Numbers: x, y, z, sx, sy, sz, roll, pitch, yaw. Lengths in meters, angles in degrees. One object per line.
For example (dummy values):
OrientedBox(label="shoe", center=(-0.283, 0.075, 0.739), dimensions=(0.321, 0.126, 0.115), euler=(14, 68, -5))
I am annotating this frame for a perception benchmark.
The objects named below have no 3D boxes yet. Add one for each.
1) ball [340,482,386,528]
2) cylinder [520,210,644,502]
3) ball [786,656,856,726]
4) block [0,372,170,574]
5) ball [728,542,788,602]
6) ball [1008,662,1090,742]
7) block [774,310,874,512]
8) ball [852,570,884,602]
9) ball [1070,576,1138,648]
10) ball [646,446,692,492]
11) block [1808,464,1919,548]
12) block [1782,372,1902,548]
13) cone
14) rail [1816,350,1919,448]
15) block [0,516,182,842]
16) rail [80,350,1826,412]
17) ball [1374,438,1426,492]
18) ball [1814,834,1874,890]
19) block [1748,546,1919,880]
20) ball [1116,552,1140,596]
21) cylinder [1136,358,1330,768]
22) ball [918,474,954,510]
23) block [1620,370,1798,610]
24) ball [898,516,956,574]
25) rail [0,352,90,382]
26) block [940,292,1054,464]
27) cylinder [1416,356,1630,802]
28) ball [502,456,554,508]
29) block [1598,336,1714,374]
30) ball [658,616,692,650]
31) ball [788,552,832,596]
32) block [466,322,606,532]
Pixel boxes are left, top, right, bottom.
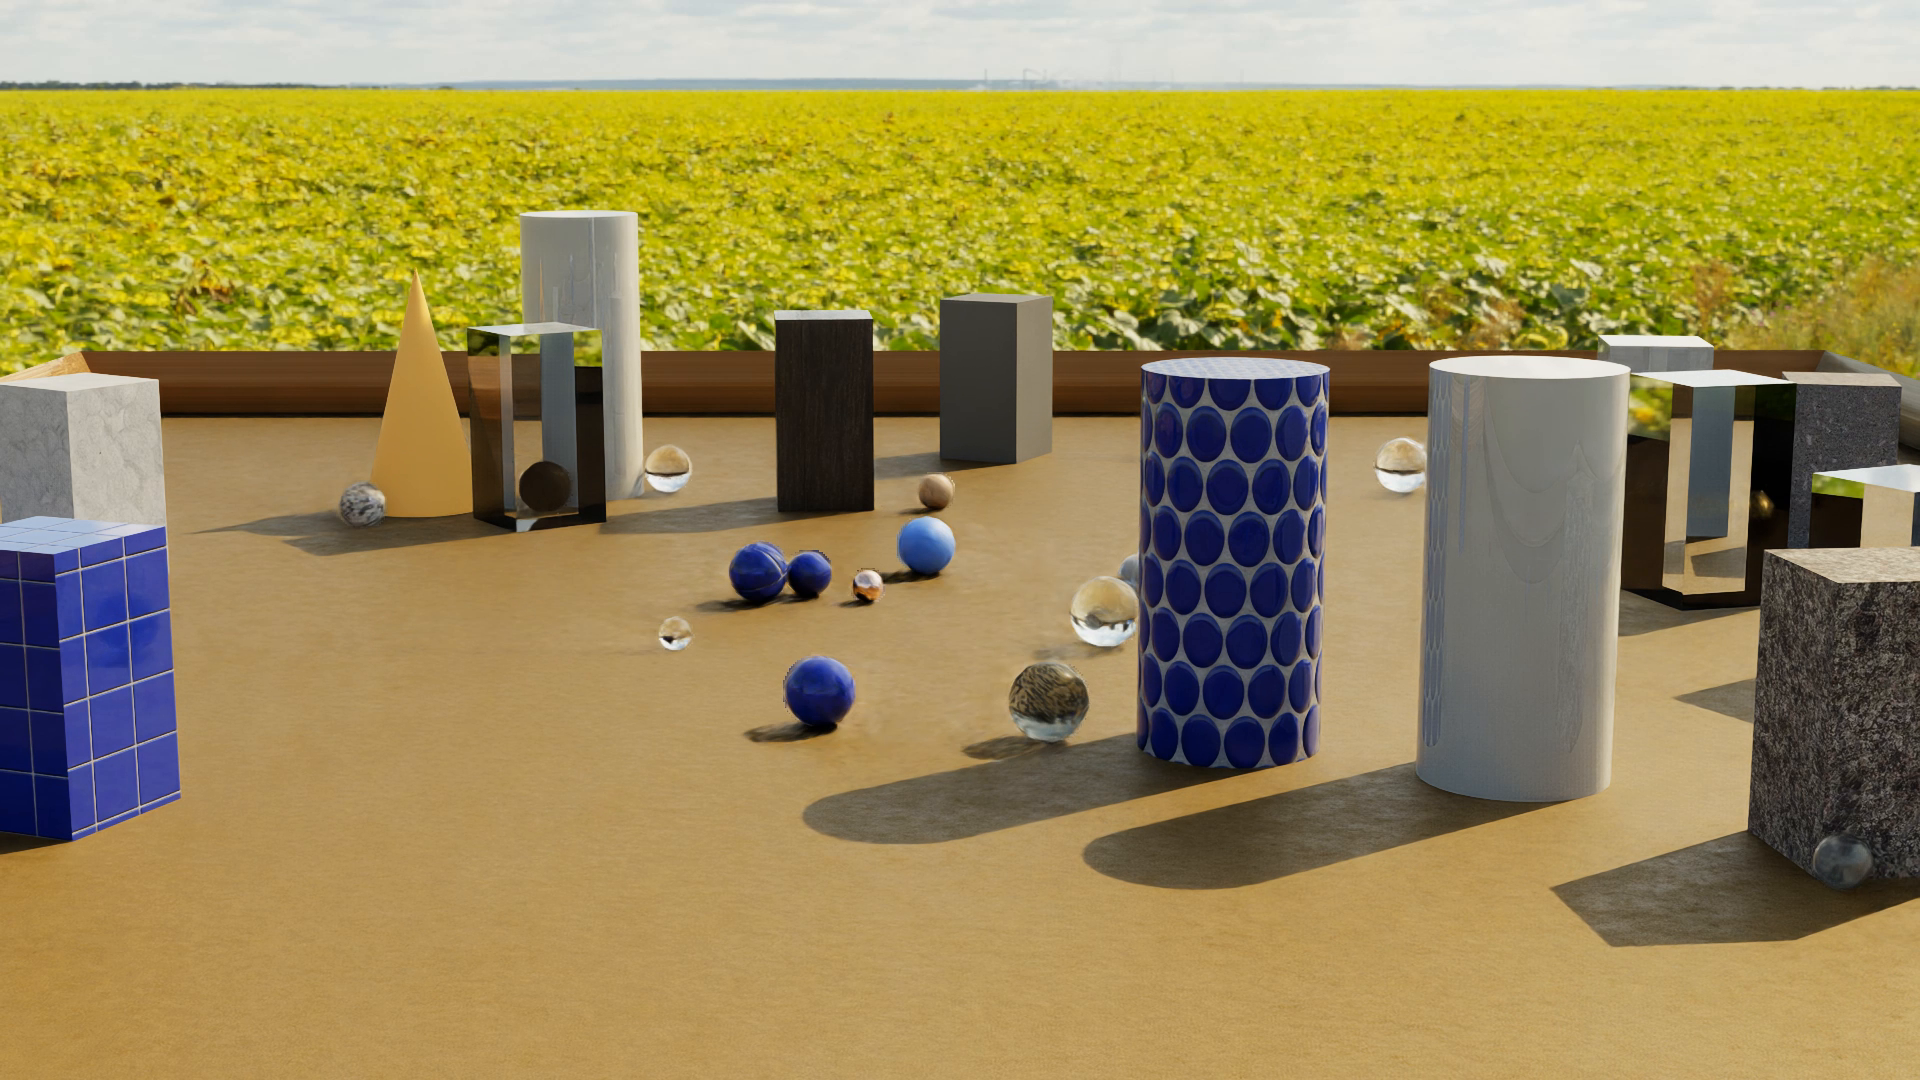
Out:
OrientedBox(label="ball", center=(-0.953, -0.056, 4.094), dimensions=(0.072, 0.072, 0.072), euler=(0, 10, 0))
OrientedBox(label="cylinder", center=(-0.645, -0.316, 4.383), dimensions=(0.199, 0.479, 0.199), euler=(0, 10, 0))
OrientedBox(label="ball", center=(-0.156, 0.169, 2.859), dimensions=(0.079, 0.079, 0.079), euler=(0, 10, 0))
OrientedBox(label="block", center=(-1.257, -0.086, 3.673), dimensions=(0.159, 0.284, 0.159), euler=(7, 12, 32))
OrientedBox(label="ball", center=(-0.277, 0.044, 3.525), dimensions=(0.081, 0.081, 0.081), euler=(0, 10, 0))
OrientedBox(label="ball", center=(0.097, 0.176, 2.795), dimensions=(0.088, 0.088, 0.088), euler=(0, 10, 0))
OrientedBox(label="block", center=(-0.228, -0.218, 4.295), dimensions=(0.159, 0.318, 0.159), euler=(-1, 11, -5))
OrientedBox(label="ball", center=(-0.127, 0.063, 3.525), dimensions=(0.044, 0.044, 0.044), euler=(0, 10, 0))
OrientedBox(label="ball", center=(0.184, 0.091, 3.250), dimensions=(0.090, 0.090, 0.090), euler=(0, 10, 0))
OrientedBox(label="ball", center=(-0.504, -0.123, 4.432), dimensions=(0.080, 0.080, 0.080), euler=(0, 10, 0))
OrientedBox(label="block", center=(1.138, 0.044, 3.091), dimensions=(0.159, 0.241, 0.159), euler=(-5, 12, -26))
OrientedBox(label="block", center=(1.352, -0.123, 3.963), dimensions=(0.159, 0.252, 0.159), euler=(2, 11, 13))
OrientedBox(label="cone", center=(-0.895, -0.253, 4.251), dimensions=(0.199, 0.403, 0.199), euler=(0, 10, 0))
OrientedBox(label="rail", center=(1.828, 0.031, 3.459), dimensions=(0.045, 0.129, 4.076), euler=(0, 10, 0))
OrientedBox(label="block", center=(-0.888, 0.131, 2.515), dimensions=(0.159, 0.278, 0.159), euler=(4, 11, 21))
OrientedBox(label="rail", center=(-0.012, -0.333, 5.430), dimensions=(3.704, 0.129, 0.045), euler=(0, 10, 0))
OrientedBox(label="ball", center=(0.762, -0.128, 4.423), dimensions=(0.094, 0.094, 0.094), euler=(0, 10, 0))
OrientedBox(label="ball", center=(0.790, 0.288, 2.294), dimensions=(0.051, 0.051, 0.051), euler=(0, 10, 0))
OrientedBox(label="block", center=(0.848, 0.157, 2.383), dimensions=(0.159, 0.275, 0.159), euler=(-1, 11, -6))
OrientedBox(label="ball", center=(0.250, 0.054, 3.499), dimensions=(0.073, 0.073, 0.073), euler=(0, 10, 0))
OrientedBox(label="cylinder", center=(0.291, 0.020, 2.753), dimensions=(0.199, 0.411, 0.199), euler=(0, 10, 0))
OrientedBox(label="ball", center=(-0.041, -0.080, 4.260), dimensions=(0.059, 0.059, 0.059), euler=(0, 10, 0))
OrientedBox(label="block", center=(1.030, -0.072, 3.539), dimensions=(0.159, 0.305, 0.159), euler=(-3, 11, -16))
OrientedBox(label="ball", center=(-0.048, 0.008, 3.719), dimensions=(0.083, 0.083, 0.083), euler=(0, 10, 0))
OrientedBox(label="rail", center=(-1.828, 0.035, 3.438), dimensions=(0.045, 0.129, 4.076), euler=(0, 10, 0))
OrientedBox(label="block", center=(0.069, -0.307, 4.828), dimensions=(0.159, 0.298, 0.159), euler=(5, 12, 26))
OrientedBox(label="cylinder", center=(0.575, 0.035, 2.629), dimensions=(0.199, 0.426, 0.199), euler=(0, 10, 0))
OrientedBox(label="ball", center=(-0.720, -0.096, 4.276), dimensions=(0.085, 0.085, 0.085), euler=(0, 10, 0))
OrientedBox(label="block", center=(1.113, -0.176, 4.137), dimensions=(0.159, 0.292, 0.159), euler=(1, 11, 7))
OrientedBox(label="ball", center=(-0.359, 0.118, 3.233), dimensions=(0.042, 0.042, 0.042), euler=(0, 10, 0))
OrientedBox(label="ball", center=(-0.210, 0.047, 3.562), dimensions=(0.063, 0.063, 0.063), euler=(0, 10, 0))
OrientedBox(label="block", center=(-0.682, -0.185, 4.135), dimensions=(0.159, 0.311, 0.159), euler=(-7, 13, -35))
